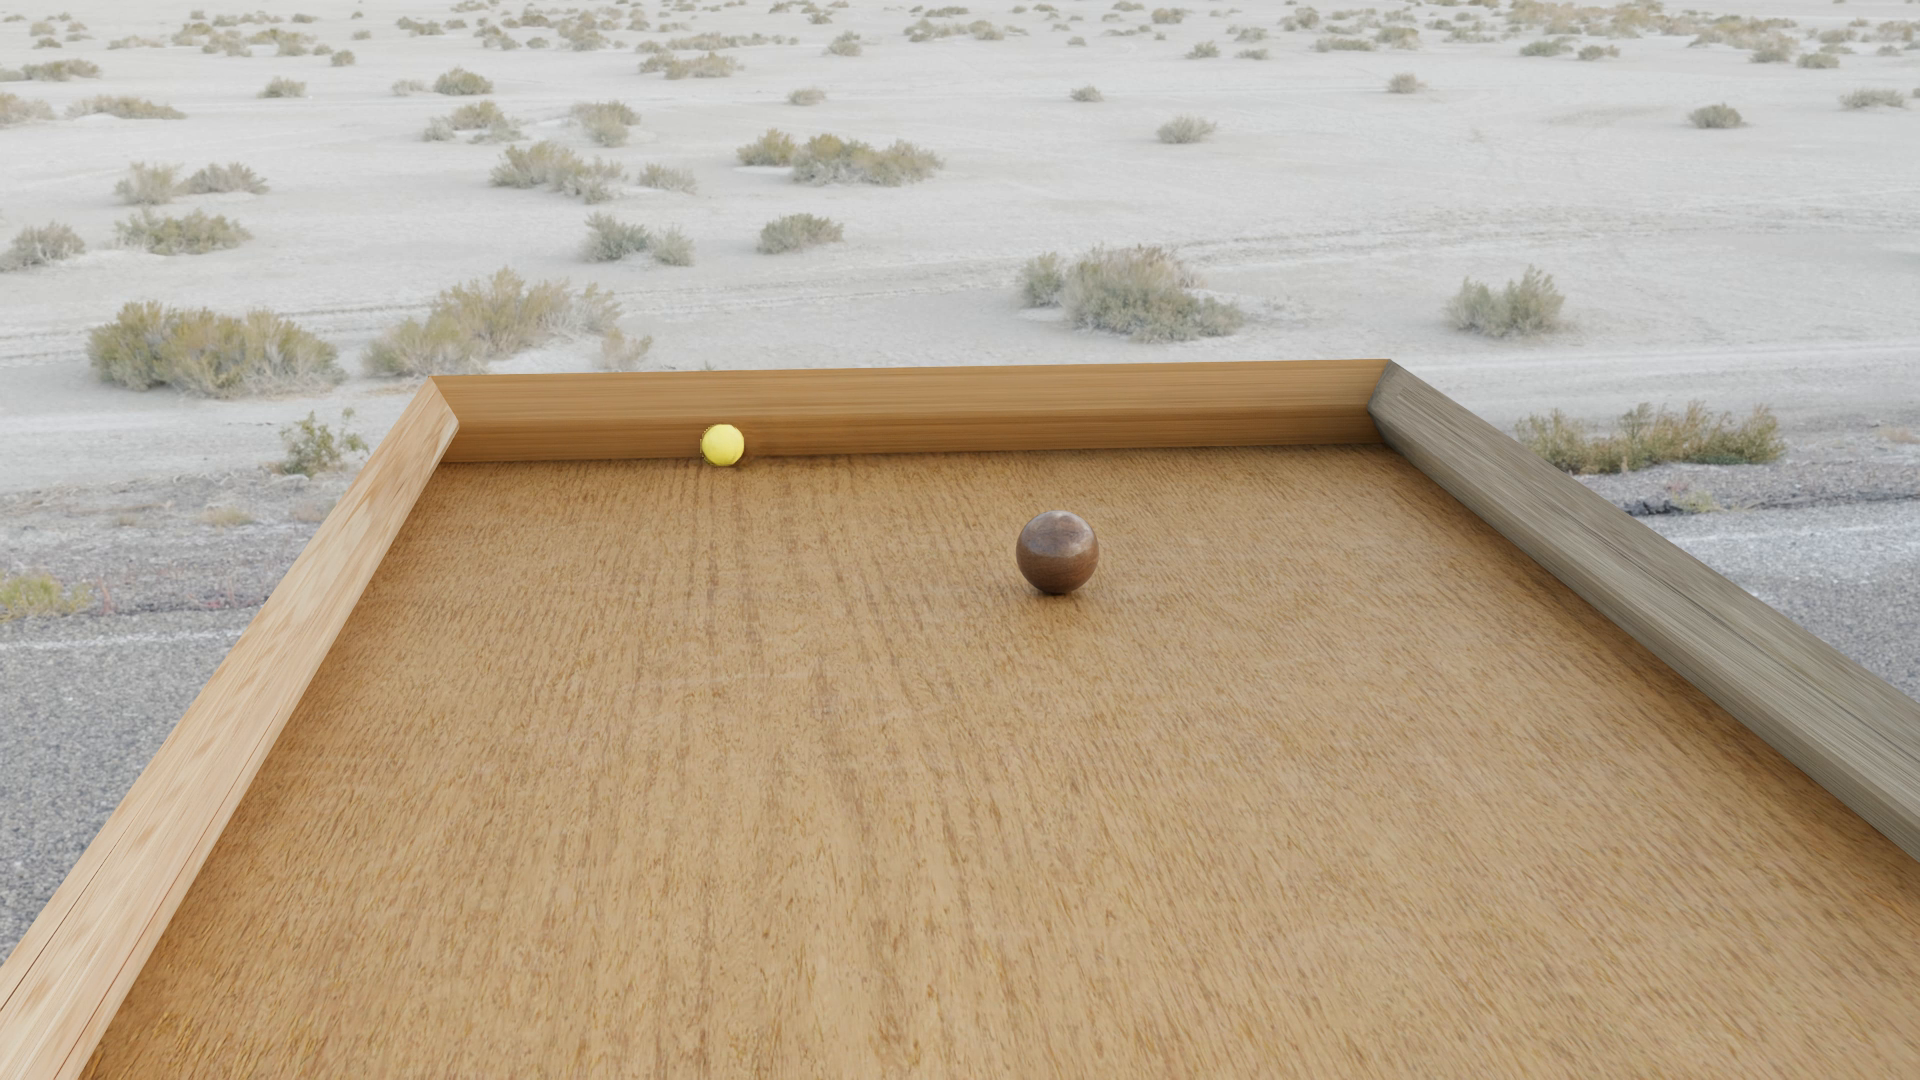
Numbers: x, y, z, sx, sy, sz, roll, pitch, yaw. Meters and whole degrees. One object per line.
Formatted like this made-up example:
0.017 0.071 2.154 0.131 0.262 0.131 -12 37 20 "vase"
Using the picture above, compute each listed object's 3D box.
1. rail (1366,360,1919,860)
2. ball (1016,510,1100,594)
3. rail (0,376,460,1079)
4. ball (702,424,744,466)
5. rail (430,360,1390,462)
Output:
0.747 0.129 2.087 0.045 0.127 2.594 -1 15 -5 "rail"
0.114 0.014 2.568 0.098 0.098 0.098 0 15 0 "ball"
-0.626 0.163 1.962 0.045 0.127 2.594 -1 15 -5 "rail"
-0.344 -0.138 3.193 0.061 0.061 0.061 0 15 0 "ball"
-0.058 -0.188 3.248 1.427 0.127 0.045 -1 15 -5 "rail"
